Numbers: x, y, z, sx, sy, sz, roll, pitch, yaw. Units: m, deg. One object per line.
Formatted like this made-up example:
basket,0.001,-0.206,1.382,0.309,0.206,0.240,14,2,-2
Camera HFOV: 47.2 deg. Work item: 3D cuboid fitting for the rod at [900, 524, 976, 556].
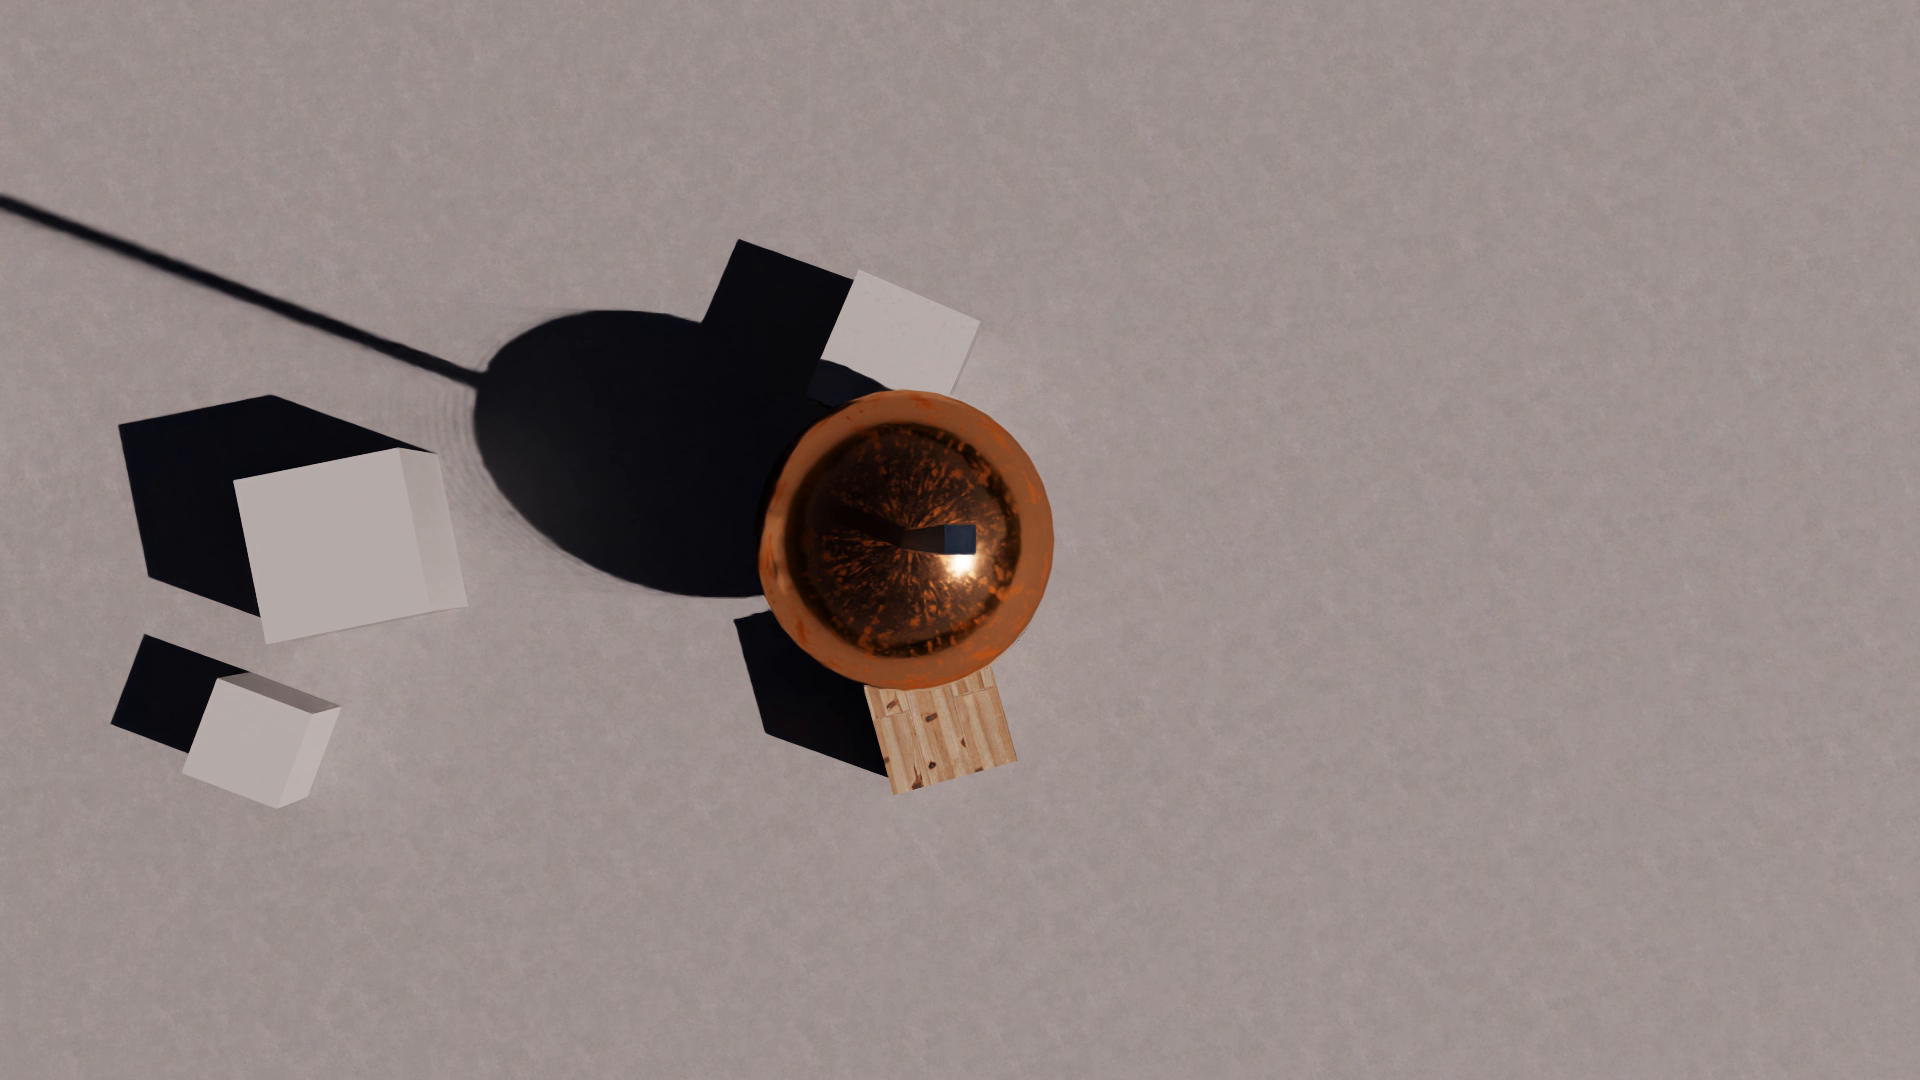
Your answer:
rod,-0.127,0.000,8.289,0.080,5.200,0.080,0,90,-3

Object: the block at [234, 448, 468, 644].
block,-3.450,0.033,12.542,0.924,0.917,0.918,-11,90,0

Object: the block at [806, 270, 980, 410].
block,-0.377,-1.018,12.654,0.741,0.693,0.765,23,90,0

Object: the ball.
ball,-0.294,0.000,11.685,1.600,1.600,1.600,0,90,0

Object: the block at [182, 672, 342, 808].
block,-4.025,1.149,12.707,0.575,0.586,0.572,21,90,0

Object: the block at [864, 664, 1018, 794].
block,-0.118,0.993,12.637,0.720,0.727,0.698,-16,90,0
